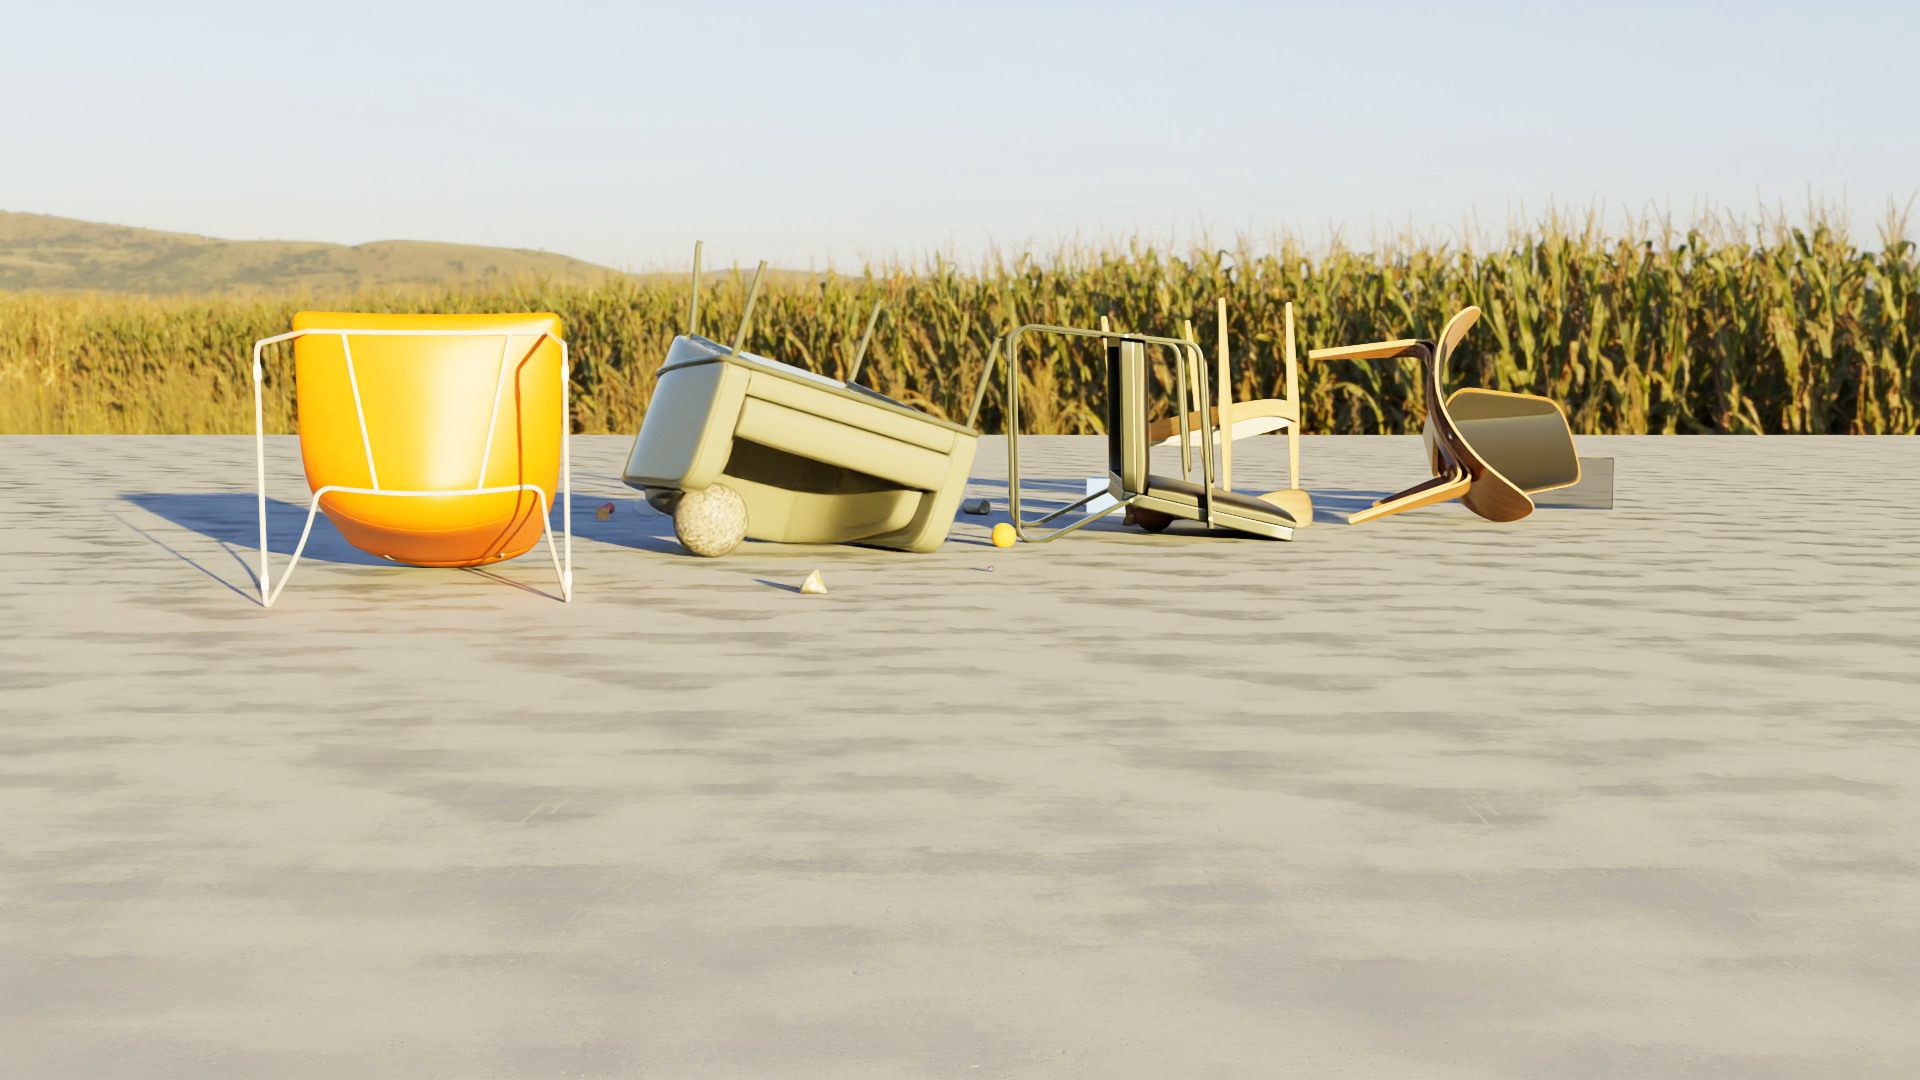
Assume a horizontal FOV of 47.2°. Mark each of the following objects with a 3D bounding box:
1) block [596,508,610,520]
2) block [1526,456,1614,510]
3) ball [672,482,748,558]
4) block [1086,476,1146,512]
[{"bbox_3d":[-1.233,-0.092,7.591,0.035,0.040,0.033,-2,4,-29],"label":"block"},{"bbox_3d":[2.299,-0.215,8.289,0.310,0.190,0.140,1,4,15],"label":"block"},{"bbox_3d":[-0.665,-0.055,5.861,0.203,0.203,0.203,0,4,0],"label":"ball"},{"bbox_3d":[0.577,-0.166,8.072,0.205,0.123,0.173,1,4,9],"label":"block"}]
